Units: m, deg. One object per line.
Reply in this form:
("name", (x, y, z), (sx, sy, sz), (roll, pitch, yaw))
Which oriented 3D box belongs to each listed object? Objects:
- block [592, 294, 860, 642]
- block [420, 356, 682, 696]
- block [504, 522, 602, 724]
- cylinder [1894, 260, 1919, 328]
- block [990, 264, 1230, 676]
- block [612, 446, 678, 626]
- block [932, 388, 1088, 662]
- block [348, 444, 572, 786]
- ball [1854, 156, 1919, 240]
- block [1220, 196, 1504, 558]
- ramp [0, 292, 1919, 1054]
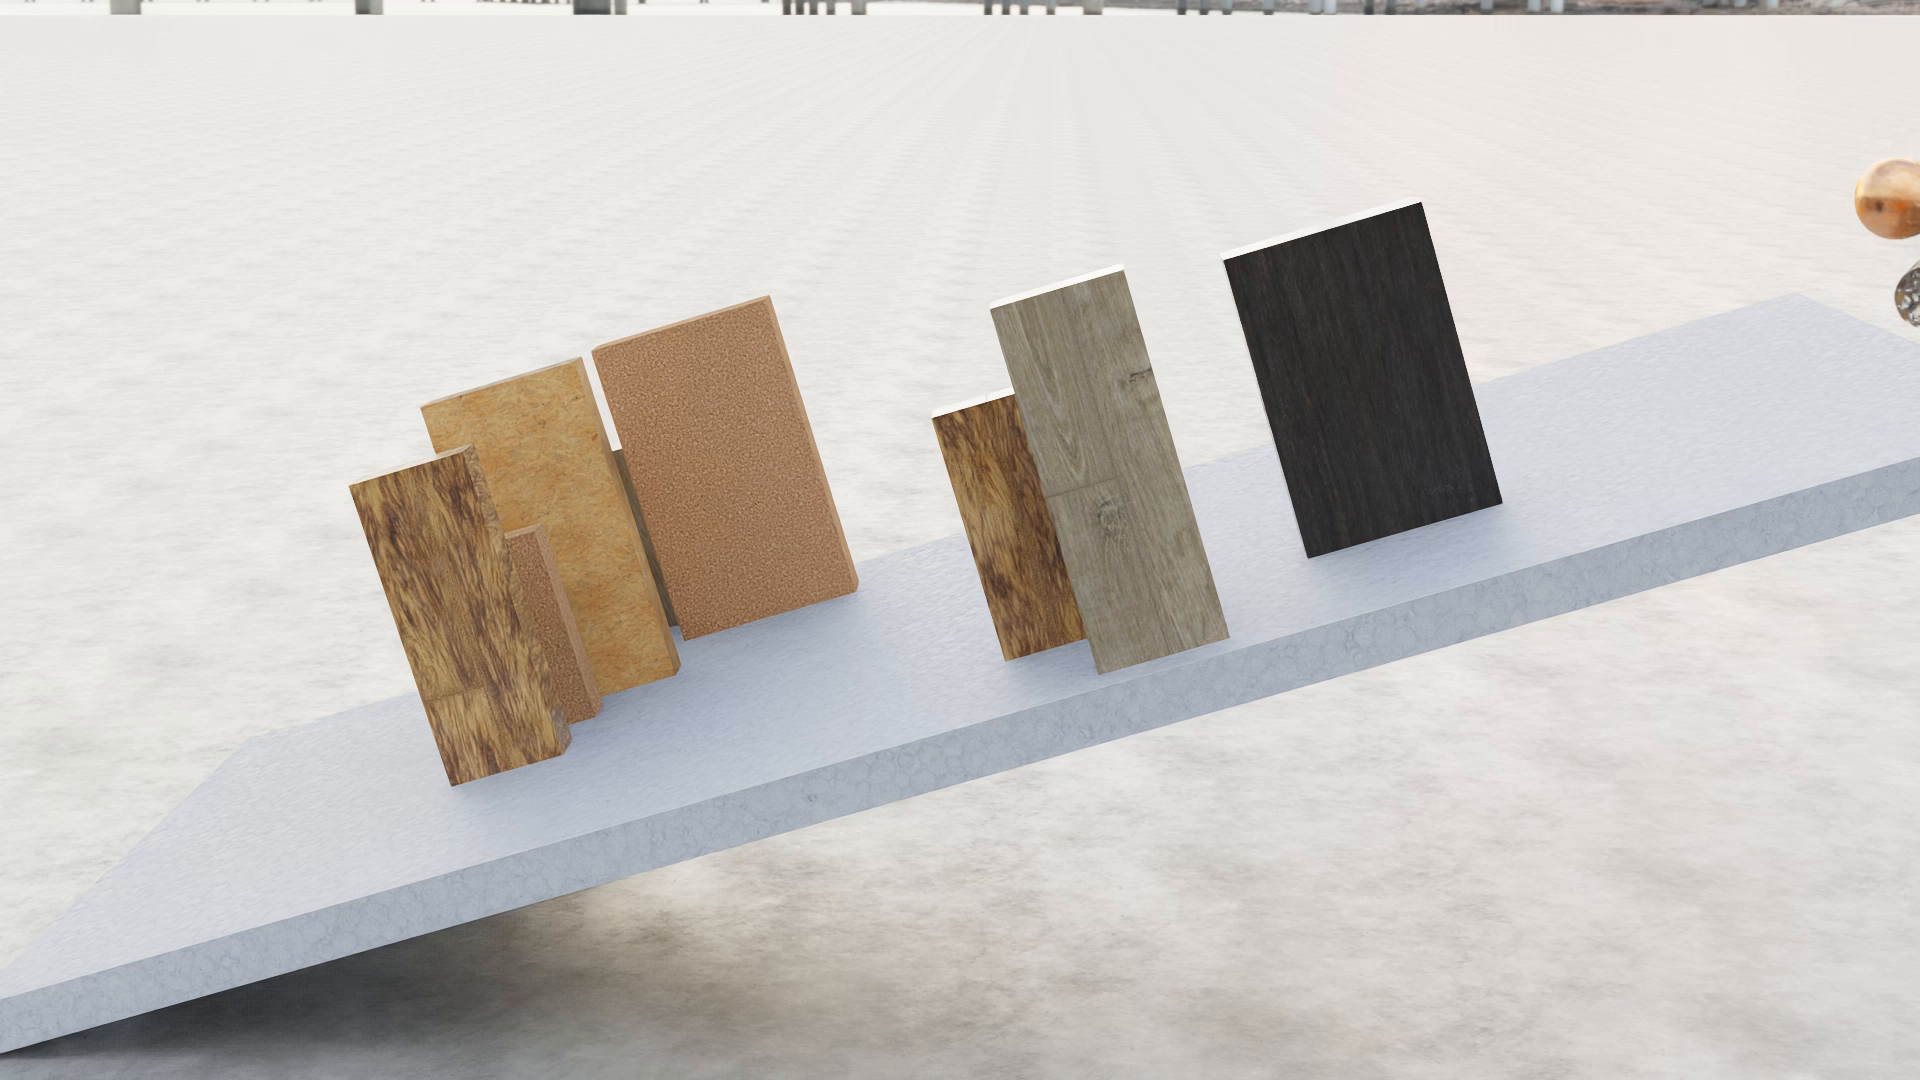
("block", (-0.551, -0.170, 6.956), (0.427, 0.721, 0.119), (-16, 10, 5))
("block", (-0.915, -0.004, 6.605), (0.360, 0.739, 0.102), (-16, 10, 5))
("block", (-1.003, 0.216, 6.437), (0.312, 0.431, 0.104), (-16, 10, 5))
("cylinder", (1.994, -0.509, 6.028), (0.130, 0.130, 0.130), (6, 18, 27))
("block", (0.276, -0.129, 5.396), (0.251, 0.705, 0.115), (-16, 10, 5))
("block", (-0.805, -0.001, 7.226), (0.251, 0.456, 0.087), (-16, 10, 5))
("block", (0.224, -0.068, 5.742), (0.430, 0.502, 0.110), (-16, 10, 5))
("block", (-1.039, 0.157, 6.140), (0.248, 0.666, 0.120), (-16, 10, 5))
("ball", (1.999, -0.729, 6.273), (0.177, 0.177, 0.177), (0, 11, 0))
("block", (0.795, -0.322, 5.840), (0.399, 0.619, 0.140), (-16, 10, 5))
("ramp", (0.092, 0.186, 6.318), (4.000, 0.100, 2.000), (-16, 10, 5))
